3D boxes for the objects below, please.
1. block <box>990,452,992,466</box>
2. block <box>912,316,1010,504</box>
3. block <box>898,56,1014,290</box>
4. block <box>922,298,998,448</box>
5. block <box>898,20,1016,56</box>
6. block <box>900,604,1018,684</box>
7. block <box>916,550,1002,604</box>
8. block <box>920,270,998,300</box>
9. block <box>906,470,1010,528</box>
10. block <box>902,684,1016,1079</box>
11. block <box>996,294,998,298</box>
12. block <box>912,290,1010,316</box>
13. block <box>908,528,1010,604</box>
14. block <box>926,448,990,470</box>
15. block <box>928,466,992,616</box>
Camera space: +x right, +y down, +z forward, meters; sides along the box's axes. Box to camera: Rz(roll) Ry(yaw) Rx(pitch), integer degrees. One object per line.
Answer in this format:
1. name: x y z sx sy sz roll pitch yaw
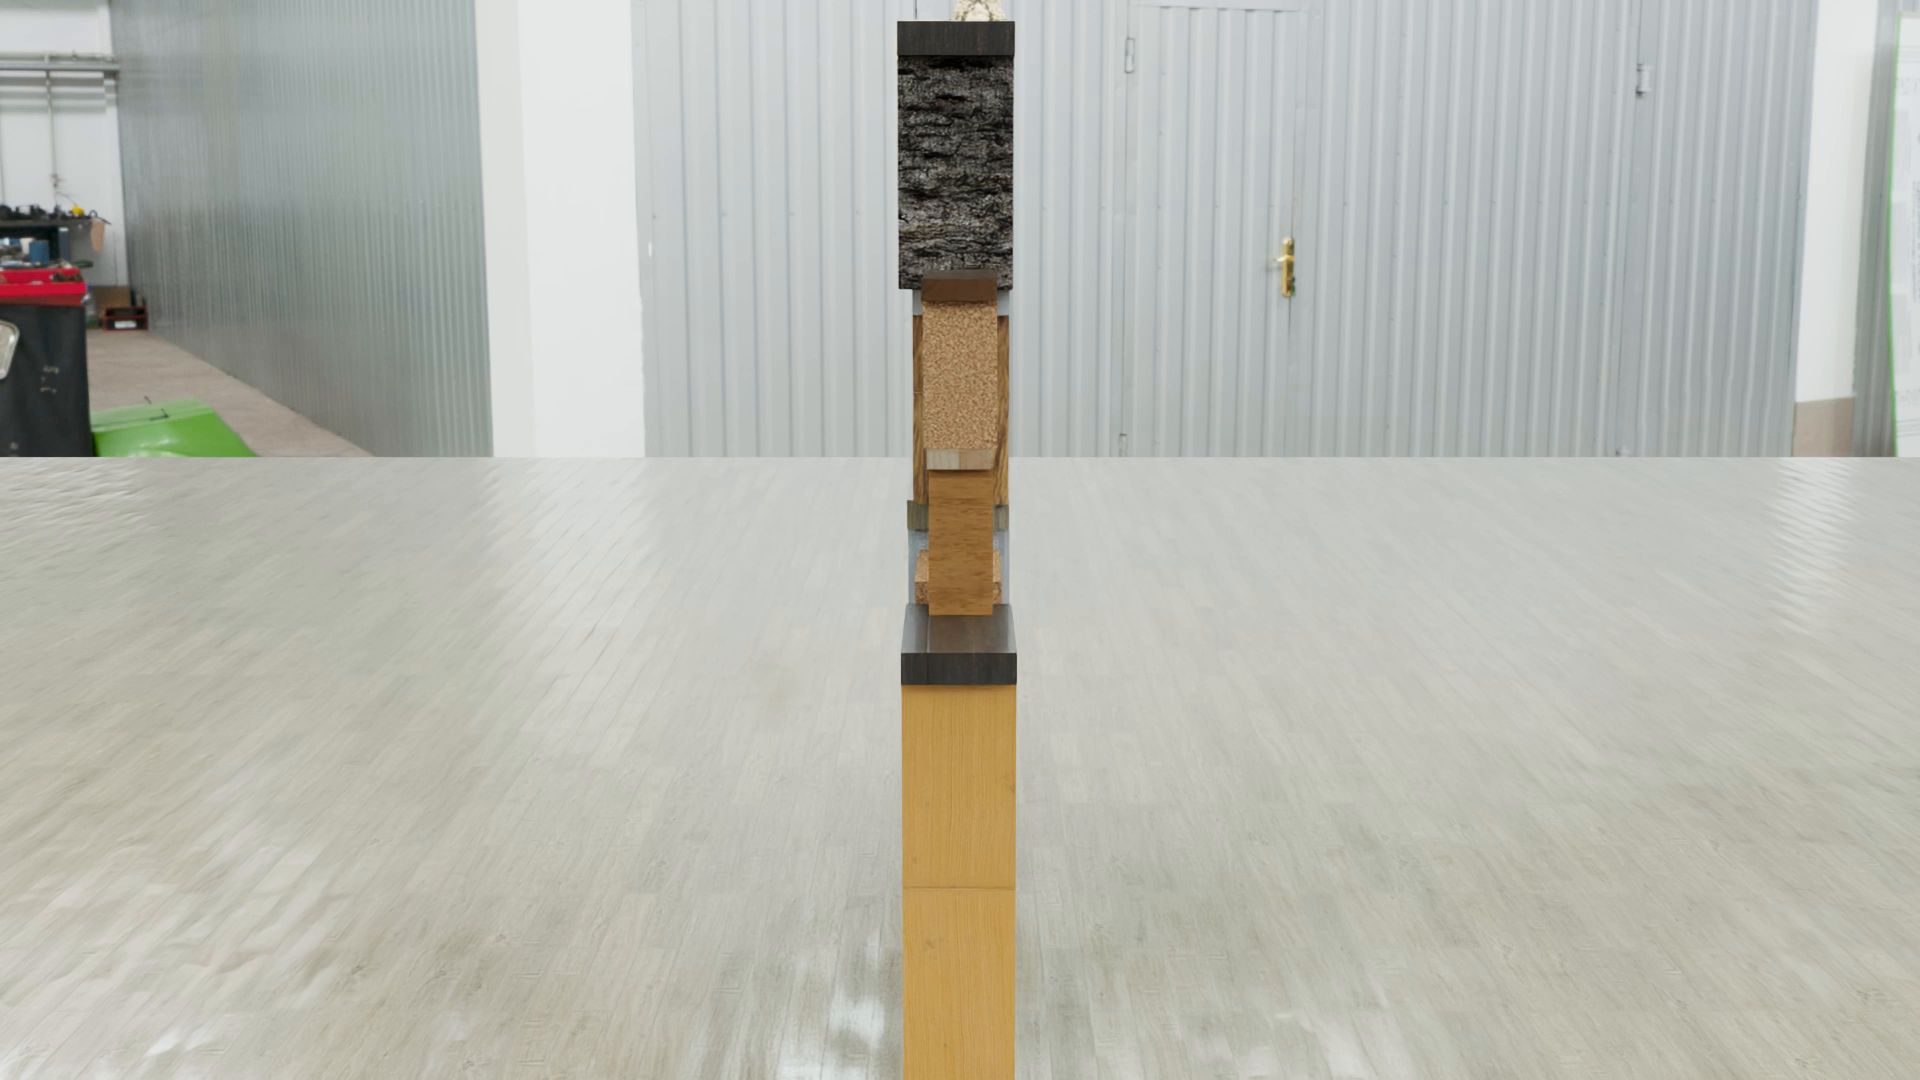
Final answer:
1. block: 0.001 -0.036 3.082 0.086 0.172 0.024 0 11 1
2. block: 0.001 -0.194 3.236 0.140 0.280 0.040 0 11 0
3. block: -0.005 -0.518 3.112 0.162 0.324 0.046 0 11 3
4. block: 0.000 -0.223 2.940 0.099 0.199 0.028 0 10 1
5. block: -0.005 -0.720 3.183 0.162 0.046 0.324 0 11 0
6. block: -0.001 0.136 2.909 0.146 0.041 0.292 0 11 0
7. block: -0.001 0.053 3.172 0.121 0.034 0.241 0 10 0
8. block: 0.000 -0.347 2.986 0.099 0.028 0.199 0 11 1
9. block: -0.003 -0.066 3.432 0.153 0.043 0.306 0 11 0
10. block: -0.001 0.451 2.869 0.146 0.565 0.041 0 11 0
11. block: 0.002 -0.247 3.071 0.099 0.199 0.028 0 10 1
12. block: 0.002 -0.368 3.298 0.140 0.040 0.280 0 11 0
13. block: -0.002 0.124 3.363 0.153 0.306 0.043 0 11 0
14. block: -0.001 -0.122 3.008 0.086 0.024 0.172 0 11 1
15. block: 0.001 0.000 2.971 0.086 0.202 0.024 0 11 0
